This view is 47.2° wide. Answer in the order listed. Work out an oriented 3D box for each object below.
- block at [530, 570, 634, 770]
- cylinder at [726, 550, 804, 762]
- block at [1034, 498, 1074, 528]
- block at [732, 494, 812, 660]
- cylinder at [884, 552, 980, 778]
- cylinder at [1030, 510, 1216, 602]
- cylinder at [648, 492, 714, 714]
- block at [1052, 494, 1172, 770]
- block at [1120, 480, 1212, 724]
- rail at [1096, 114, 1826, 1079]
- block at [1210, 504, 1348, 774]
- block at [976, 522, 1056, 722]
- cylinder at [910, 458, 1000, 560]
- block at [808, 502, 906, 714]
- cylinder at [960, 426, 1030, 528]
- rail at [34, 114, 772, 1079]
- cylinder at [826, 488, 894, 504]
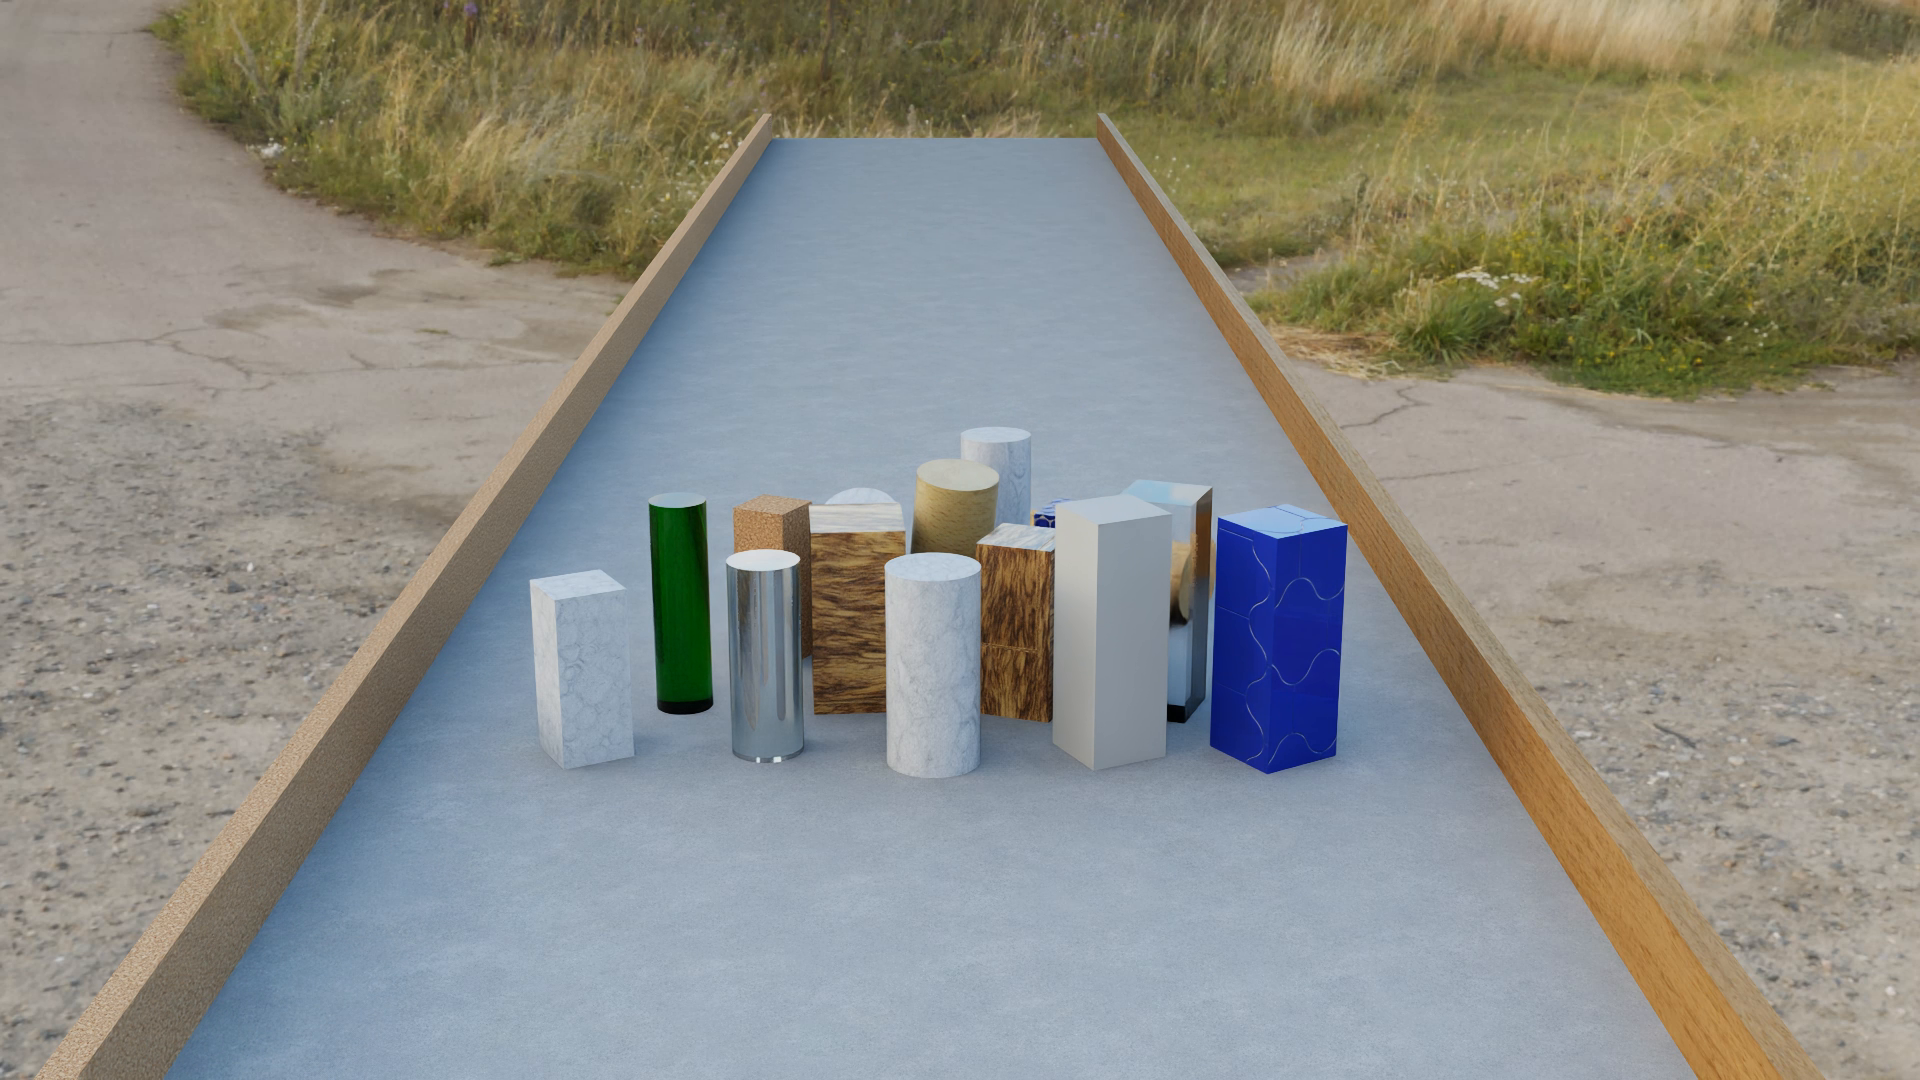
[{"bbox_3d":[-0.671,0.228,3.909,0.131,0.314,0.131,-9,19,-28],"label":"block"},{"bbox_3d":[-0.346,0.206,3.909,0.129,0.356,0.129,0,17,0],"label":"cylinder"},{"bbox_3d":[0.229,0.088,4.383,0.127,0.312,0.127,7,18,22],"label":"block"},{"bbox_3d":[-0.370,0.082,4.392,0.113,0.318,0.113,8,18,26],"label":"block"},{"bbox_3d":[-0.047,0.218,3.861,0.168,0.360,0.168,0,17,0],"label":"cylinder"},{"bbox_3d":[0.330,0.043,4.789,0.430,0.166,0.166,9,19,28],"label":"cylinder"},{"bbox_3d":[-0.522,0.119,4.117,0.106,0.404,0.106,0,17,0],"label":"cylinder"},{"bbox_3d":[0.267,0.161,3.895,0.148,0.450,0.148,-8,18,-26],"label":"block"},{"bbox_3d":[0.376,0.113,4.111,0.145,0.419,0.145,6,18,21],"label":"block"},{"bbox_3d":[0.932,-0.844,7.801,0.050,0.150,12.000,0,17,-1],"label":"rail"},{"bbox_3d":[0.562,0.173,3.892,0.159,0.430,0.159,-10,19,-31],"label":"block"},{"bbox_3d":[0.123,0.154,4.127,0.146,0.332,0.146,6,18,20],"label":"block"},{"bbox_3d":[-0.020,0.048,4.352,0.161,0.386,0.161,4,24,-2],"label":"cylinder"},{"bbox_3d":[-0.194,0.128,4.157,0.173,0.359,0.173,-1,19,-5],"label":"block"},{"bbox_3d":[0.075,-0.032,4.643,0.147,0.391,0.147,0,15,0],"label":"cylinder"},{"bbox_3d":[-1.118,-0.838,7.780,0.050,0.150,12.000,0,17,-1],"label":"rail"},{"bbox_3d":[-0.186,0.066,4.377,0.153,0.325,0.153,-2,45,2],"label":"cylinder"}]
